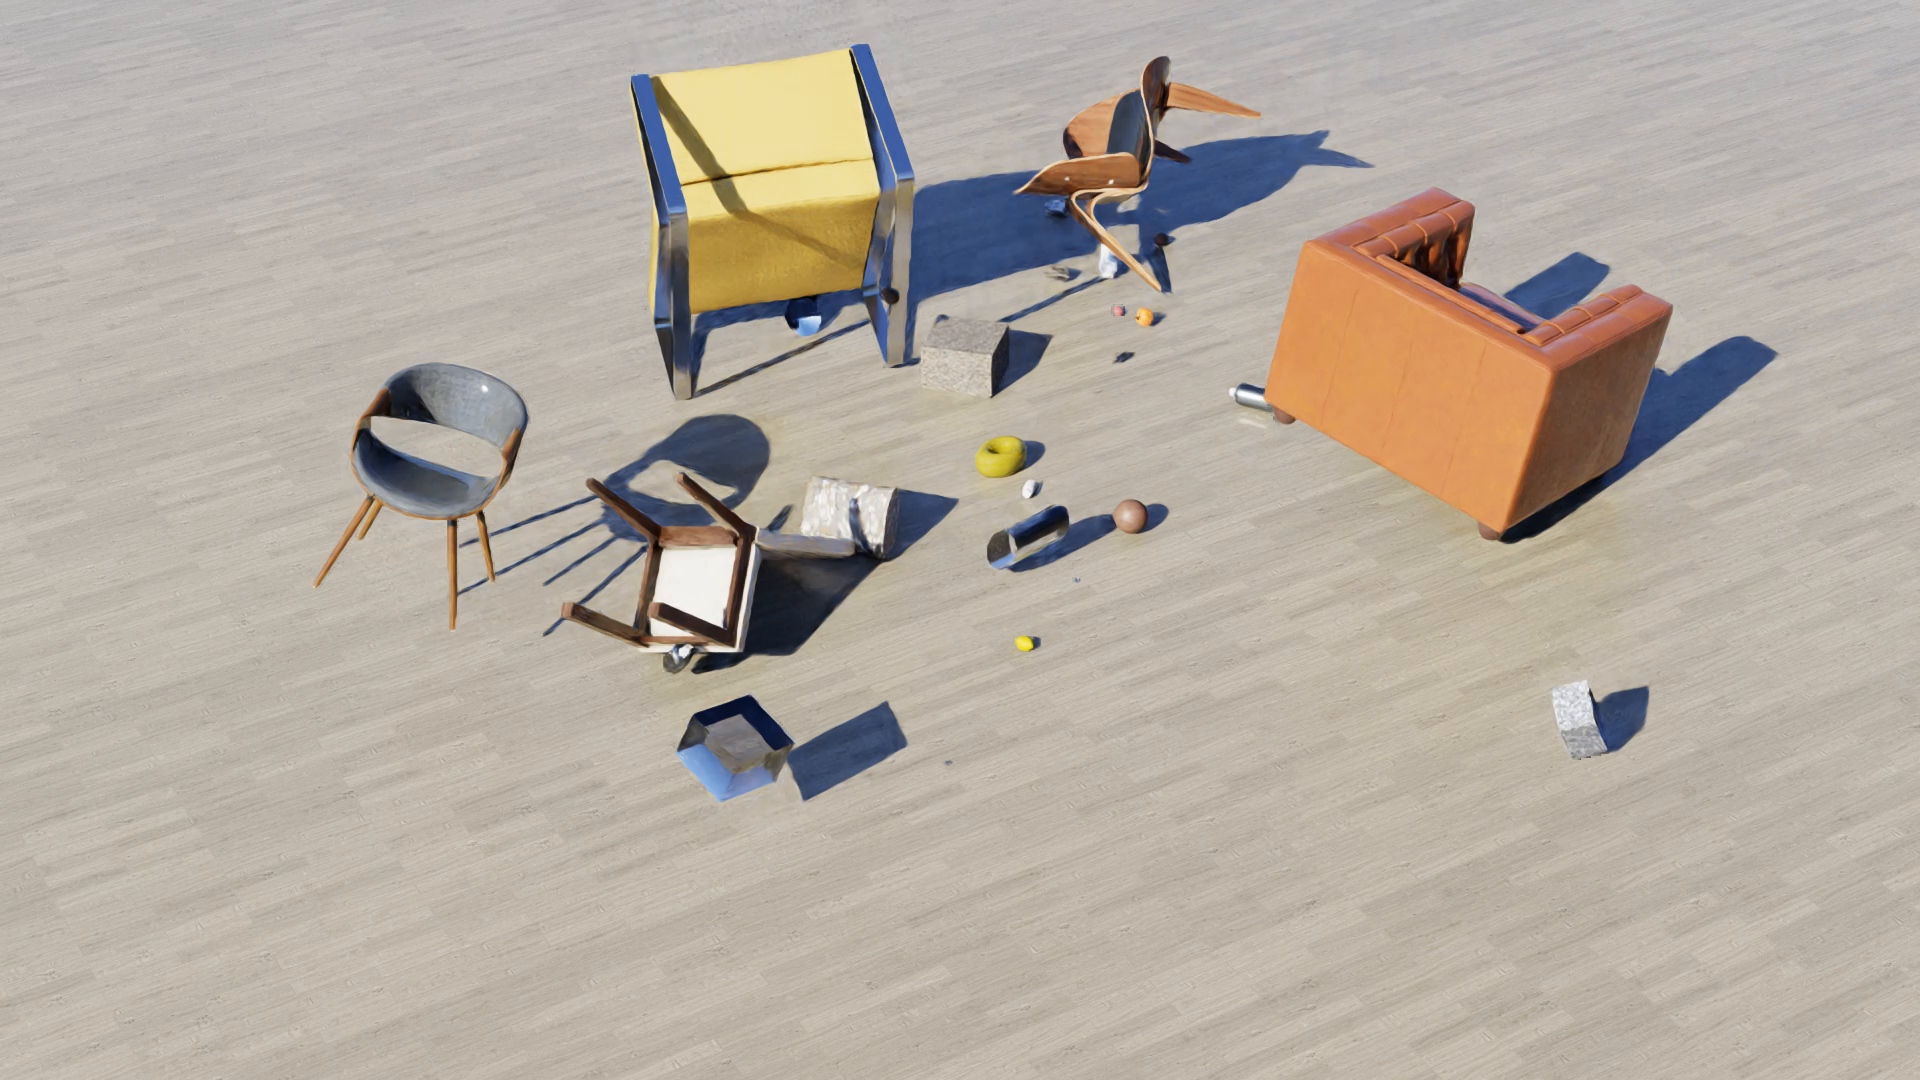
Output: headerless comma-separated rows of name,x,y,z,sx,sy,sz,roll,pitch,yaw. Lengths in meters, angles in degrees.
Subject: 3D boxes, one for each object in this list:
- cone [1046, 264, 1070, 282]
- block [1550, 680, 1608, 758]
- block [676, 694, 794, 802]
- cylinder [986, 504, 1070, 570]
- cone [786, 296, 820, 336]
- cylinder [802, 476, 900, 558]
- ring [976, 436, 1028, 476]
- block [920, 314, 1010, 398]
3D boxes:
cone,0.428,-1.160,12.670,0.106,0.082,0.111,8,14,7
block,2.051,0.596,9.710,0.120,0.272,0.155,-14,63,15
block,-0.715,0.662,9.317,0.249,0.178,0.232,-18,54,-45
cylinder,0.249,-0.012,10.693,0.269,0.214,0.122,-27,75,-34
cone,-0.677,-0.932,12.293,0.152,0.173,0.130,-18,4,-20
cylinder,-0.405,-0.085,10.849,0.316,0.263,0.171,10,7,14
ring,0.159,-0.322,11.344,0.226,0.101,0.170,-27,41,-33
block,0.020,-0.749,11.904,0.298,0.194,0.274,9,34,13
